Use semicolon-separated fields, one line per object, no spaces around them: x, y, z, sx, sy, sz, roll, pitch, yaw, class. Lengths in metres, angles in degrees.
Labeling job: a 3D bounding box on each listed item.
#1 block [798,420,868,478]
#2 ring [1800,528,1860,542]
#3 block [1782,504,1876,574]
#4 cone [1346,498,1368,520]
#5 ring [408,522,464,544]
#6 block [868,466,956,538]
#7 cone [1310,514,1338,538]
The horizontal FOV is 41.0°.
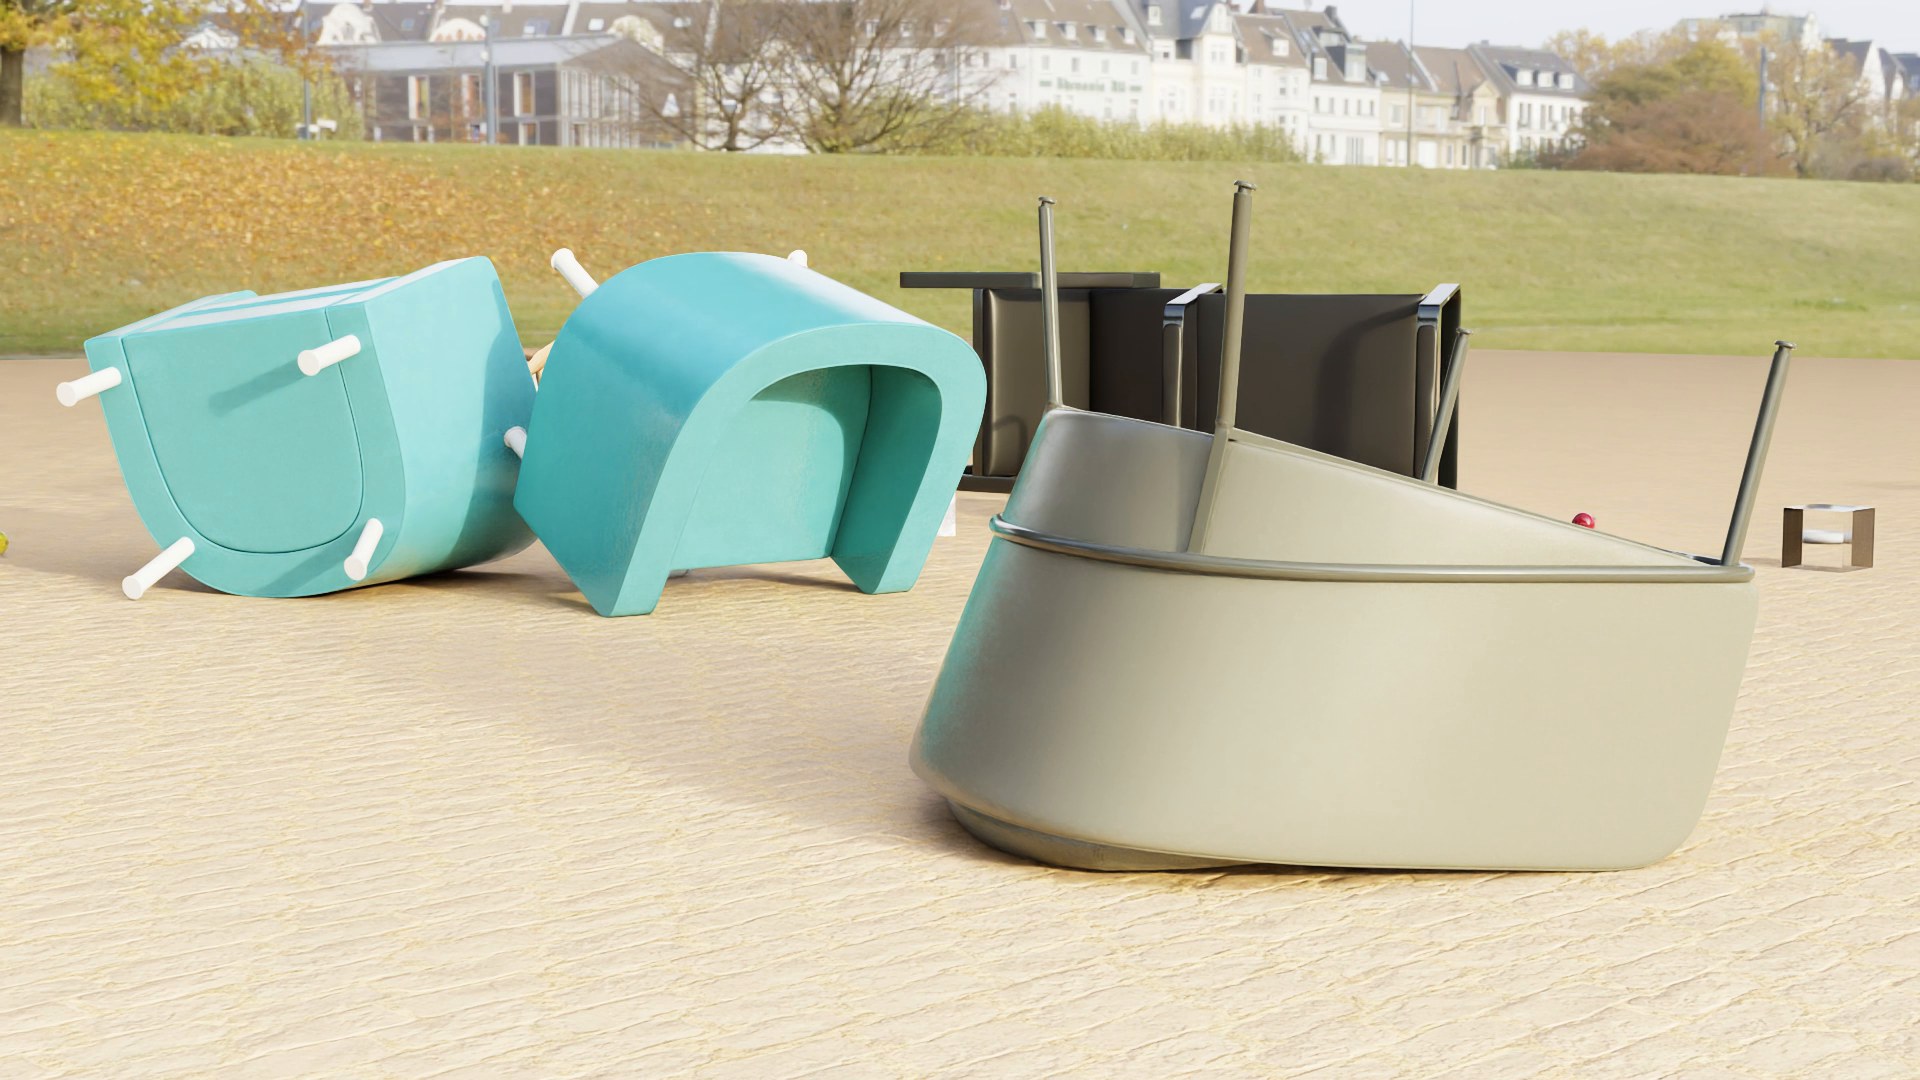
-0.420;-0.301;8.452;0.180;0.181;0.146;3;6;24;block
2.170;-0.013;6.400;0.120;0.028;0.149;-6;8;-41;ring
1.961;-0.005;5.795;0.151;0.137;0.144;-6;8;-45;block
1.074;-0.086;6.953;0.074;0.060;0.042;-4;7;-34;cone
-1.306;-0.018;6.398;0.108;0.039;0.264;0;6;9;ring
-0.126;-0.100;6.596;0.173;0.161;0.239;-1;6;-14;block
0.904;-0.021;6.470;0.080;0.067;0.063;4;-26;-36;cone
